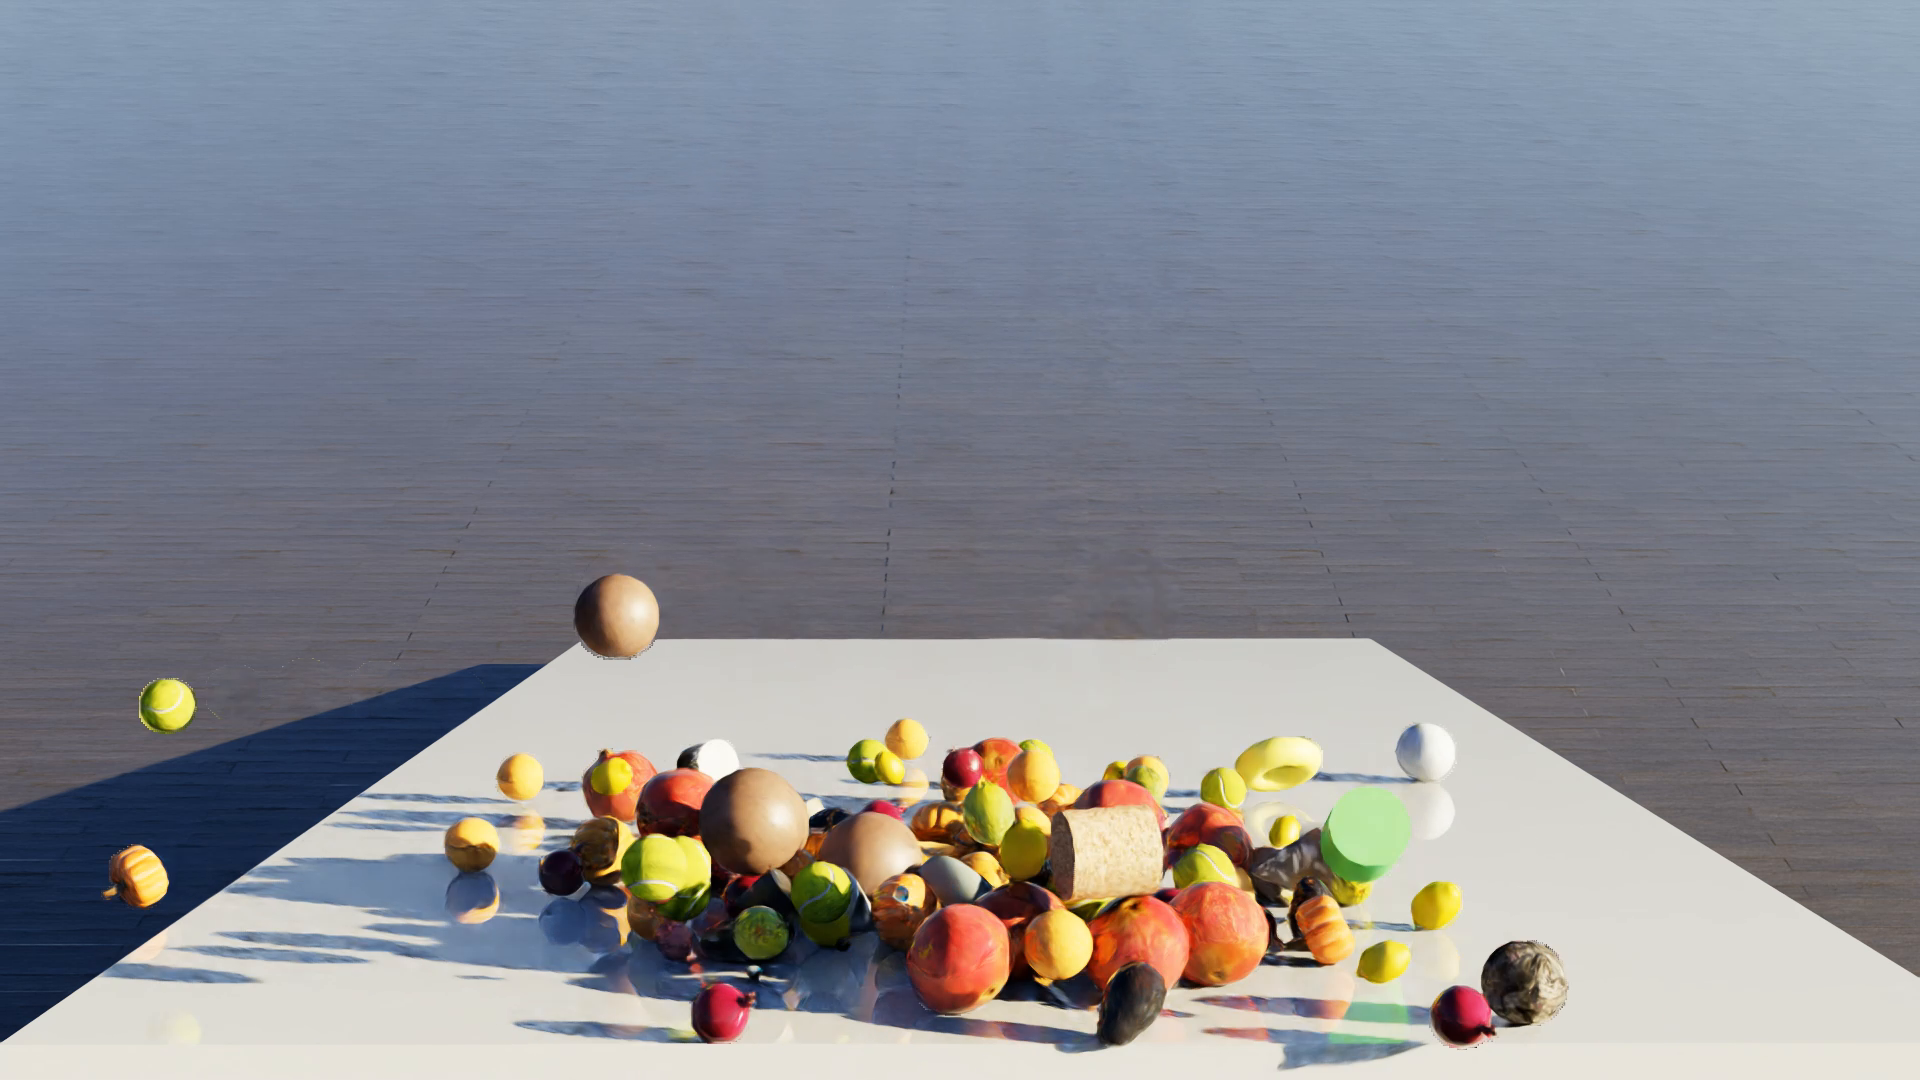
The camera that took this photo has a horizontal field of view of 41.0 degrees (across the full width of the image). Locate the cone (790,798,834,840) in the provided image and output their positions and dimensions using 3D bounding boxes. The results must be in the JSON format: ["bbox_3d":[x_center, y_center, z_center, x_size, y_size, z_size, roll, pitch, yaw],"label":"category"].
[{"bbox_3d":[-0.196,0.413,3.666,0.065,0.065,0.065,31,33,26],"label":"cone"}]

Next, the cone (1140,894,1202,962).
[{"bbox_3d":[0.241,0.437,2.930,0.071,0.071,0.071,0,4,0],"label":"cone"}]

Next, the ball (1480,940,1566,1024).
[{"bbox_3d":[0.573,0.450,2.611,0.085,0.085,0.085,0,20,0],"label":"ball"}]

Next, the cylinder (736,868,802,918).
[{"bbox_3d":[-0.225,0.425,3.028,0.056,0.056,0.056,-41,19,9],"label":"cylinder"}]

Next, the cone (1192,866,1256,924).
[{"bbox_3d":[0.312,0.436,3.120,0.069,0.069,0.069,-14,10,32],"label":"cone"}]

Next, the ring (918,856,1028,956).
[{"bbox_3d":[0.014,0.417,2.925,0.050,0.149,0.149,-49,39,-15],"label":"ring"}]

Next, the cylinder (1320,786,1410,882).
[{"bbox_3d":[0.491,0.358,3.115,0.098,0.098,0.098,0,-19,1],"label":"cylinder"}]

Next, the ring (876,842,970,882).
[{"bbox_3d":[-0.047,0.425,3.378,0.126,0.042,0.126,4,3,0],"label":"ring"}]

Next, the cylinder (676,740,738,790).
[{"bbox_3d":[-0.401,0.358,4.076,0.072,0.072,0.072,-15,-3,-36],"label":"cylinder"}]

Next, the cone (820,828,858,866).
[{"bbox_3d":[-0.157,0.427,3.481,0.052,0.052,0.052,-6,32,-15],"label":"cone"}]

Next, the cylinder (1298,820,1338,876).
[{"bbox_3d":[0.489,0.409,3.398,0.070,0.070,0.070,1,19,22],"label":"cylinder"}]

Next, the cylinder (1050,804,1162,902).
[{"bbox_3d":[0.154,0.330,2.707,0.095,0.095,0.095,-3,20,-14],"label":"cylinder"}]

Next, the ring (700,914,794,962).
[{"bbox_3d":[-0.242,0.453,2.924,0.109,0.036,0.109,-8,3,0],"label":"ring"}]

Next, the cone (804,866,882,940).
[{"bbox_3d":[-0.122,0.444,3.048,0.089,0.089,0.089,29,-2,-39],"label":"cone"}]

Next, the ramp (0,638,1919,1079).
[{"bbox_3d":[0.047,0.424,4.534,2.000,0.100,4.000,0,4,0],"label":"ramp"}]

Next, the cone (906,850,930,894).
[{"bbox_3d":[-0.045,0.417,3.282,0.052,0.052,0.052,-2,30,1],"label":"cone"}]

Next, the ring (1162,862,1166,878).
[{"bbox_3d":[0.199,0.427,3.317,0.134,0.045,0.134,-4,4,0],"label":"ring"}]

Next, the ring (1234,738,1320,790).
[{"bbox_3d":[0.496,0.350,4.007,0.137,0.137,0.046,-4,60,-10],"label":"ring"}]

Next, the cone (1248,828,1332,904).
[{"bbox_3d":[0.402,0.410,3.196,0.096,0.096,0.096,-3,20,-11],"label":"cone"}]

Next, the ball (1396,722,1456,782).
[{"bbox_3d":[0.760,0.347,4.194,0.096,0.096,0.096,0,20,0],"label":"ball"}]

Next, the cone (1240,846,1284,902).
[{"bbox_3d":[0.392,0.437,3.248,0.072,0.072,0.072,0,30,1],"label":"cone"}]

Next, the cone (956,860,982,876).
[{"bbox_3d":[-0.002,0.442,3.247,0.053,0.053,0.053,3,31,9],"label":"cone"}]
